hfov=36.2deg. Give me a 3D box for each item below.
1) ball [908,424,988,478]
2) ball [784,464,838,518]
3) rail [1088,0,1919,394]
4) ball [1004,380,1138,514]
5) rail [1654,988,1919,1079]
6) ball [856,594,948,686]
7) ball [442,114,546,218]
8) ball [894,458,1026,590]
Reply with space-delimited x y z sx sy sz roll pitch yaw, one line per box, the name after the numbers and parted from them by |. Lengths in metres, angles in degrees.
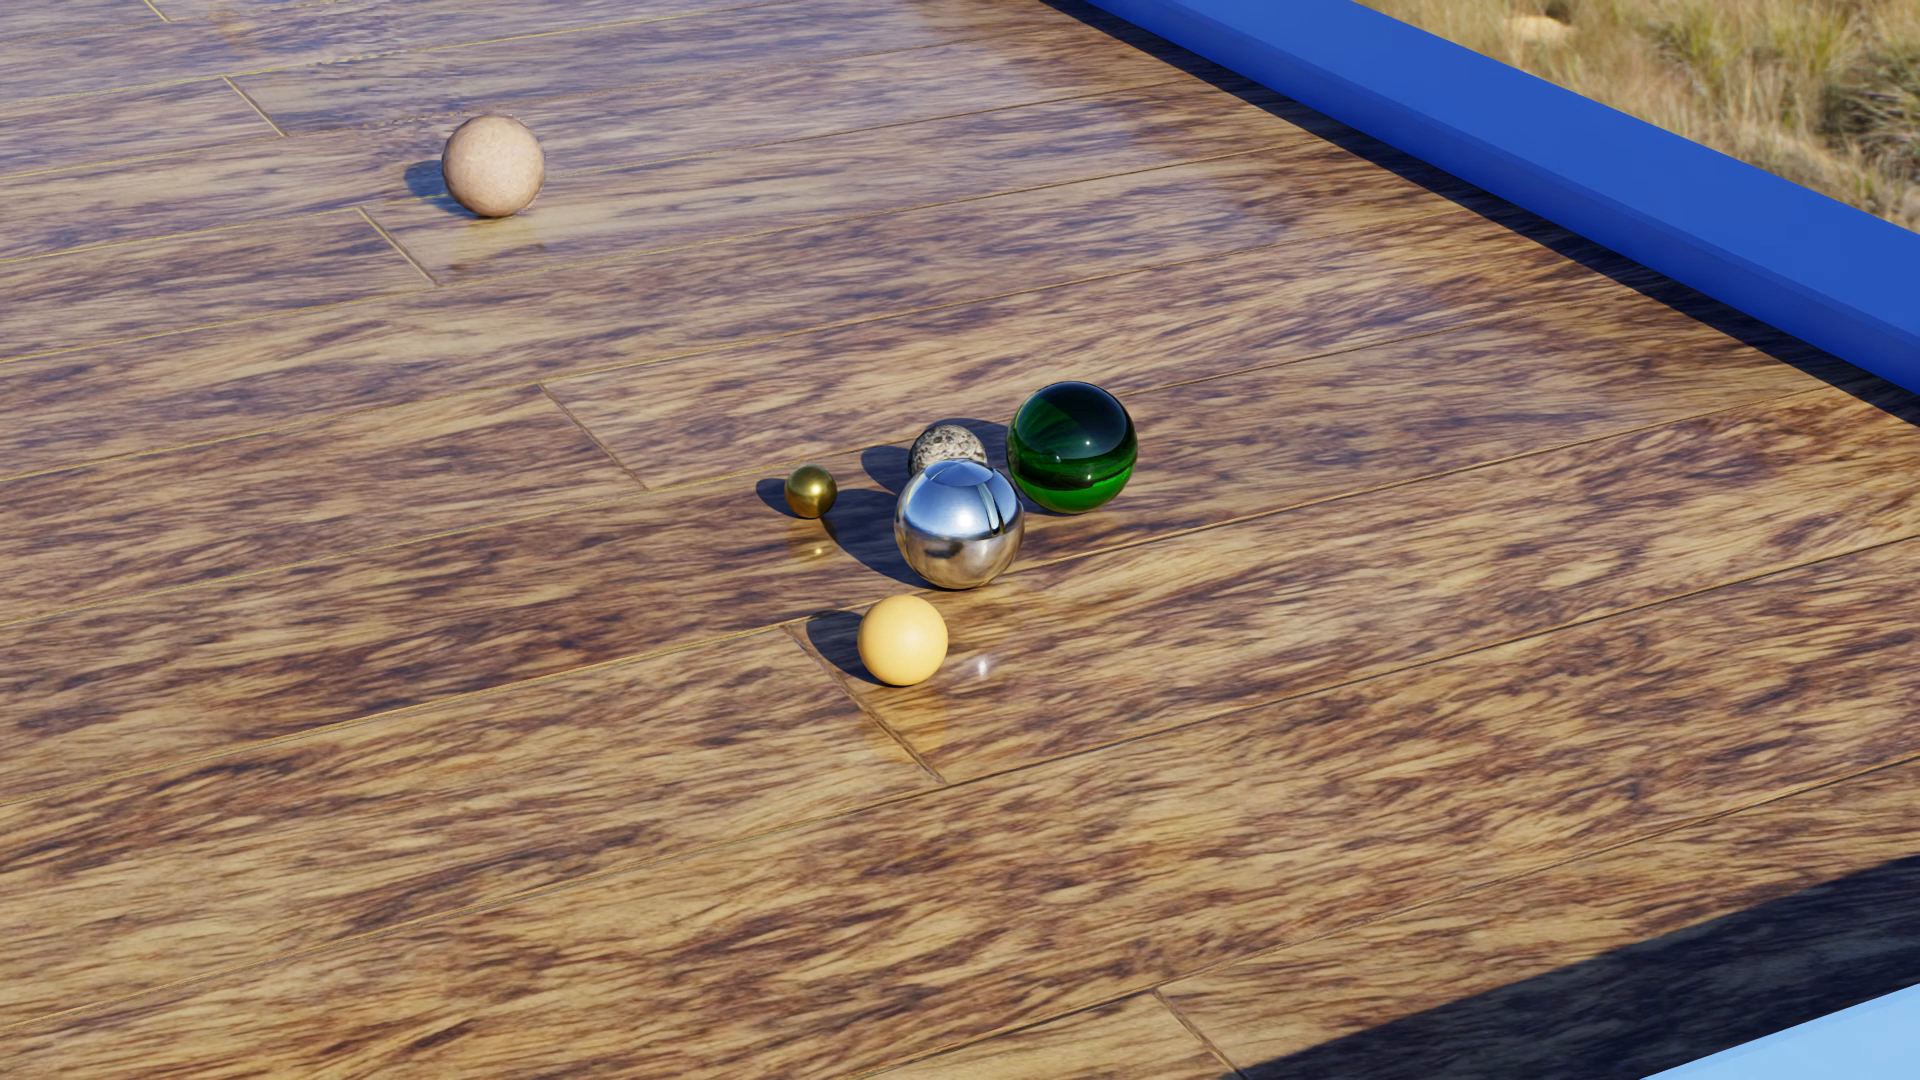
-0.009 -0.057 2.210 0.061 0.061 0.061 0 25 0 | ball
-0.111 -0.036 2.191 0.040 0.040 0.040 0 25 0 | ball
0.363 -0.509 3.083 0.045 0.129 3.334 -12 28 -24 | rail
0.083 -0.069 2.191 0.099 0.099 0.099 0 25 0 | ball
0.371 0.281 1.415 1.726 0.129 0.045 -12 28 -24 | rail
-0.038 0.066 1.950 0.061 0.061 0.061 0 25 0 | ball
-0.444 -0.356 2.800 0.097 0.097 0.097 0 25 0 | ball
-0.001 -0.012 2.077 0.093 0.093 0.093 0 25 0 | ball
